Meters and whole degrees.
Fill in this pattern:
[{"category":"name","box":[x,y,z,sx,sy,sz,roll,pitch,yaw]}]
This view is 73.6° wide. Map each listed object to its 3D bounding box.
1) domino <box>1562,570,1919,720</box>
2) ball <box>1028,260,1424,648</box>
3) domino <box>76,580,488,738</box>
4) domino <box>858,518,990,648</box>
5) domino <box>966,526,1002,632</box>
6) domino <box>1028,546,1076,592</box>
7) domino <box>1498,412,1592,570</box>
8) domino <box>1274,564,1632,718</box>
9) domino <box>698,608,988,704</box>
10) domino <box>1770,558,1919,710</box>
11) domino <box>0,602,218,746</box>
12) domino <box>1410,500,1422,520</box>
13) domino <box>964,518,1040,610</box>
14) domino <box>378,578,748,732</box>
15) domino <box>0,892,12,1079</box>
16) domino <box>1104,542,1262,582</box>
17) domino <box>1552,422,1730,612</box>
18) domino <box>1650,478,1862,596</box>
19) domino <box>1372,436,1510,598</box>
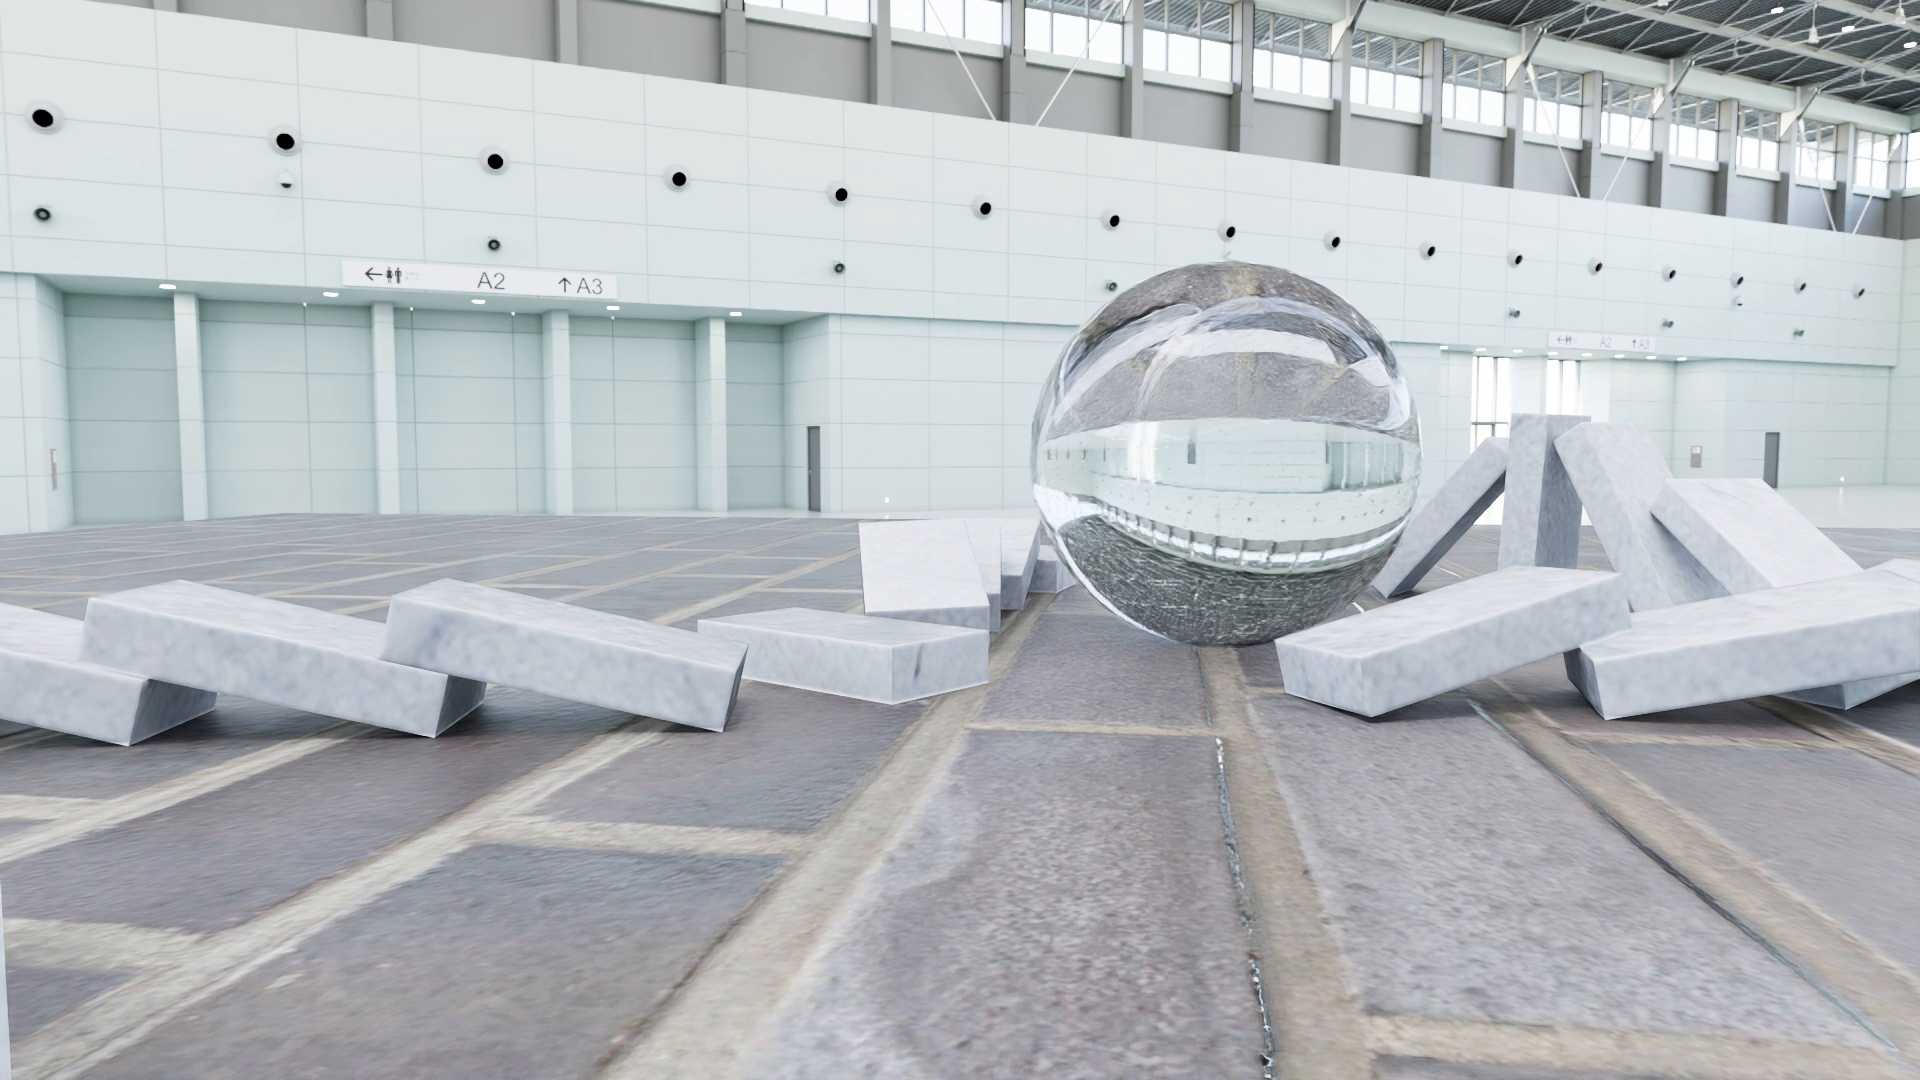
[{"category":"domino","box":[0.125,0.016,0.203,0.050,0.009,0.025,-12,6,15]},{"category":"ball","box":[0.054,-0.018,0.268,0.080,0.080,0.080,0,4,0]},{"category":"domino","box":[-0.100,0.017,0.196,0.050,0.009,0.025,13,3,-6]},{"category":"domino","box":[-0.009,0.009,0.282,0.025,0.009,0.050,-3,22,-5]},{"category":"domino","box":[-0.002,0.009,0.313,0.025,0.010,0.050,0,18,2]},{"category":"domino","box":[0.023,0.008,0.394,0.025,0.009,0.050,1,4,17]},{"category":"domino","box":[0.153,-0.008,0.337,0.025,0.050,0.009,-4,9,-41]},{"category":"domino","box":[0.081,0.016,0.213,0.050,0.010,0.025,-15,6,-15]},{"category":"domino","box":[-0.022,0.020,0.235,0.050,0.009,0.025,4,6,40]},{"category":"domino","box":[0.160,0.015,0.224,0.050,0.009,0.025,-16,9,-18]},{"category":"domino","box":[-0.141,0.018,0.190,0.050,0.009,0.025,14,3,-6]},{"category":"domino","box":[0.108,0.000,0.377,0.050,0.010,0.025,-25,-10,33]},{"category":"domino","box":[0.007,0.006,0.353,0.025,0.010,0.050,1,18,9]},{"category":"domino","box":[-0.059,0.017,0.199,0.050,0.009,0.025,13,3,-6]},{"category":"domino","box":[-0.075,0.023,0.088,0.010,0.025,0.050,-4,6,-42]},{"category":"domino","box":[0.074,0.007,0.413,0.050,0.010,0.025,-1,4,-13]},{"category":"domino","box":[0.169,-0.005,0.318,0.025,0.050,0.010,-2,-26,-28]},{"category":"domino","box":[0.184,0.004,0.291,0.025,0.009,0.050,-1,36,-7]},{"category":"domino","box":[0.135,-0.006,0.356,0.010,0.050,0.025,47,27,23]}]
